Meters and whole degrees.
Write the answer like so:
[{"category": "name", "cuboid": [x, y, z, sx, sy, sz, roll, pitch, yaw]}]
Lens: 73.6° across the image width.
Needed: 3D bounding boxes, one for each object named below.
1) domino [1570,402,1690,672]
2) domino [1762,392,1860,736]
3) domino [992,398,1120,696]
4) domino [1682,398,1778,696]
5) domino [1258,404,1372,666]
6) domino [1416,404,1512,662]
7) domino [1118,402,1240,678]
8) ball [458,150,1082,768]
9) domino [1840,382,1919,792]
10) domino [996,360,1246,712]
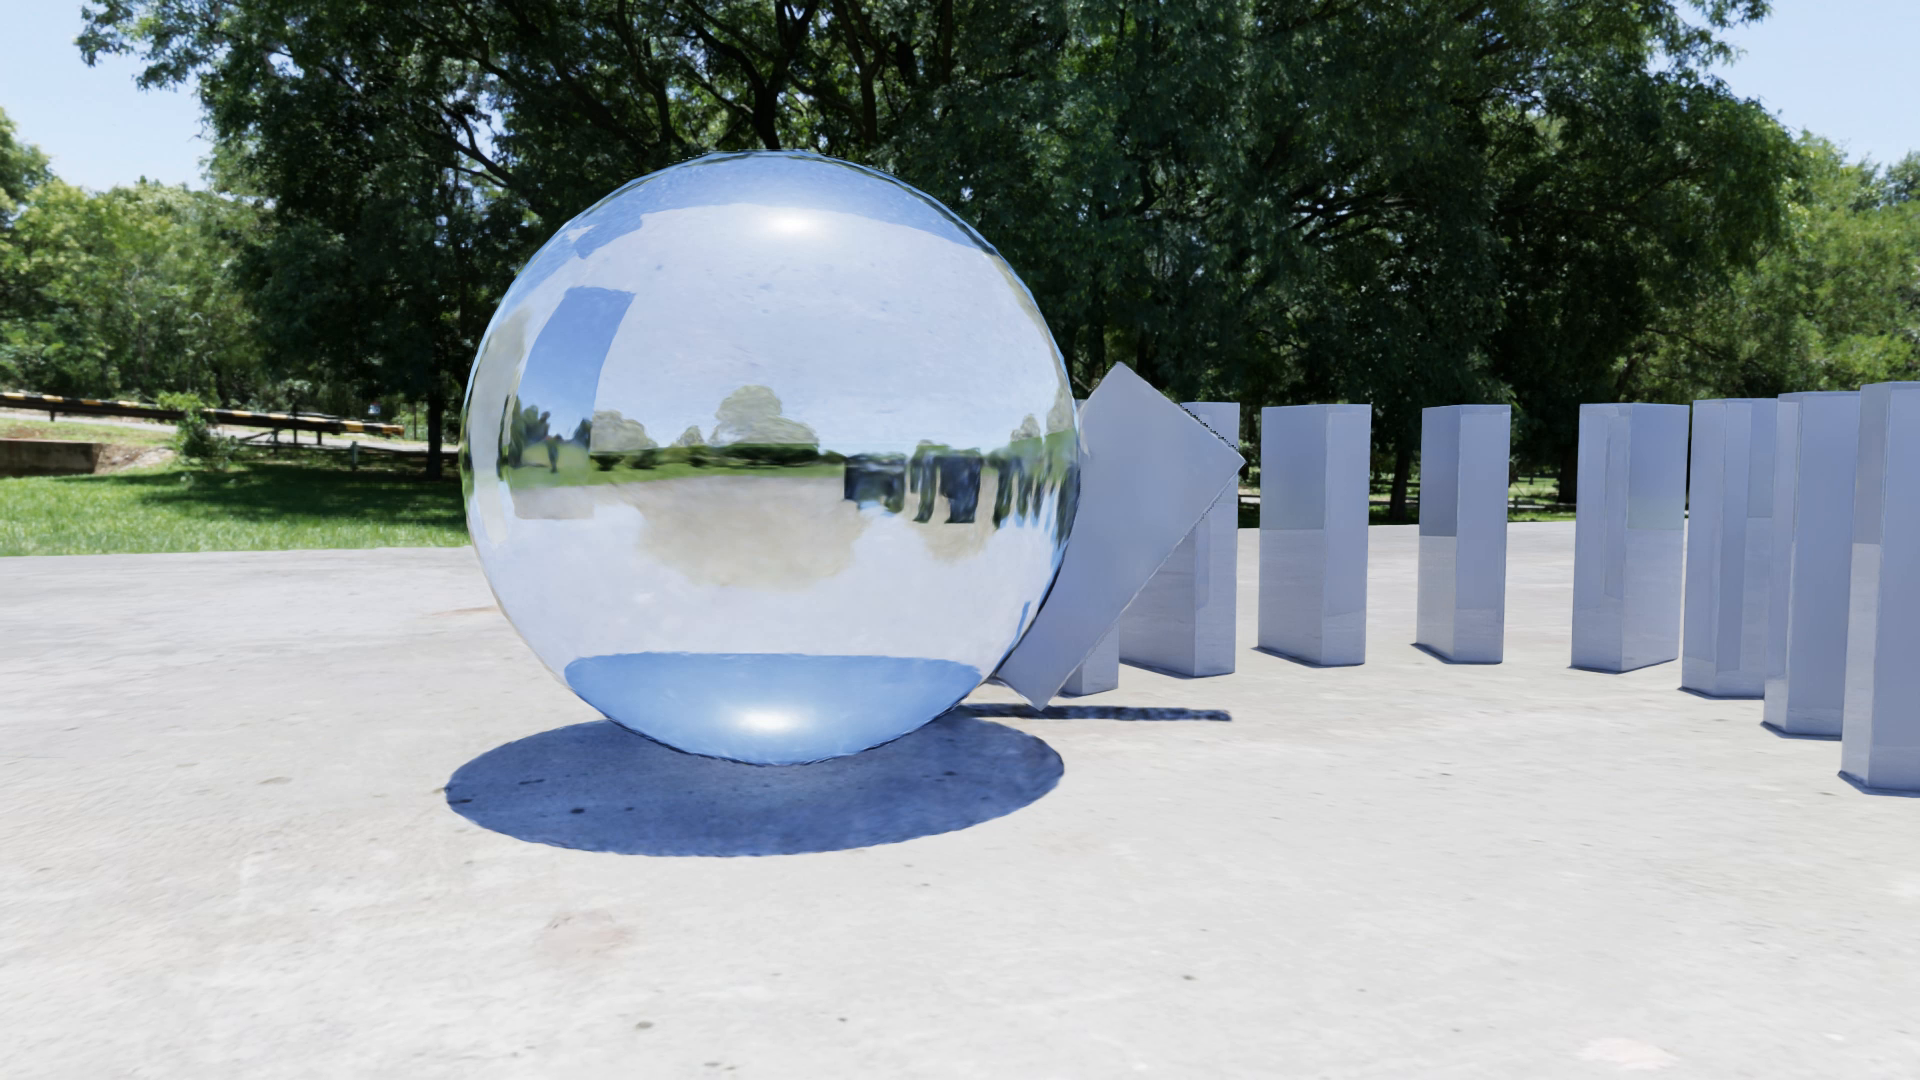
[{"category": "domino", "cuboid": [0.130, -0.001, 0.249, 0.025, 0.050, 0.009, -3, 6, -39]}, {"category": "domino", "cuboid": [0.135, 0.003, 0.188, 0.025, 0.050, 0.010, 1, 4, 14]}, {"category": "domino", "cuboid": [0.016, 0.001, 0.227, 0.009, 0.050, 0.025, -4, 6, -43]}, {"category": "domino", "cuboid": [0.139, 0.001, 0.219, 0.025, 0.050, 0.009, 0, 4, -1]}, {"category": "domino", "cuboid": [0.071, -0.002, 0.257, 0.010, 0.050, 0.025, -1, 4, -16]}, {"category": "domino", "cuboid": [0.102, -0.002, 0.261, 0.010, 0.050, 0.025, 0, 4, 4]}, {"category": "domino", "cuboid": [0.041, -0.001, 0.246, 0.010, 0.050, 0.025, -2, 5, -28]}, {"category": "ball", "cuboid": [-0.024, -0.010, 0.171, 0.080, 0.080, 0.080, 0, 4, 0]}, {"category": "domino", "cuboid": [0.126, 0.006, 0.158, 0.025, 0.050, 0.010, 1, 4, 17]}, {"category": "domino", "cuboid": [0.019, 0.000, 0.203, 0.025, 0.050, 0.010, 39, 3, 7]}]
